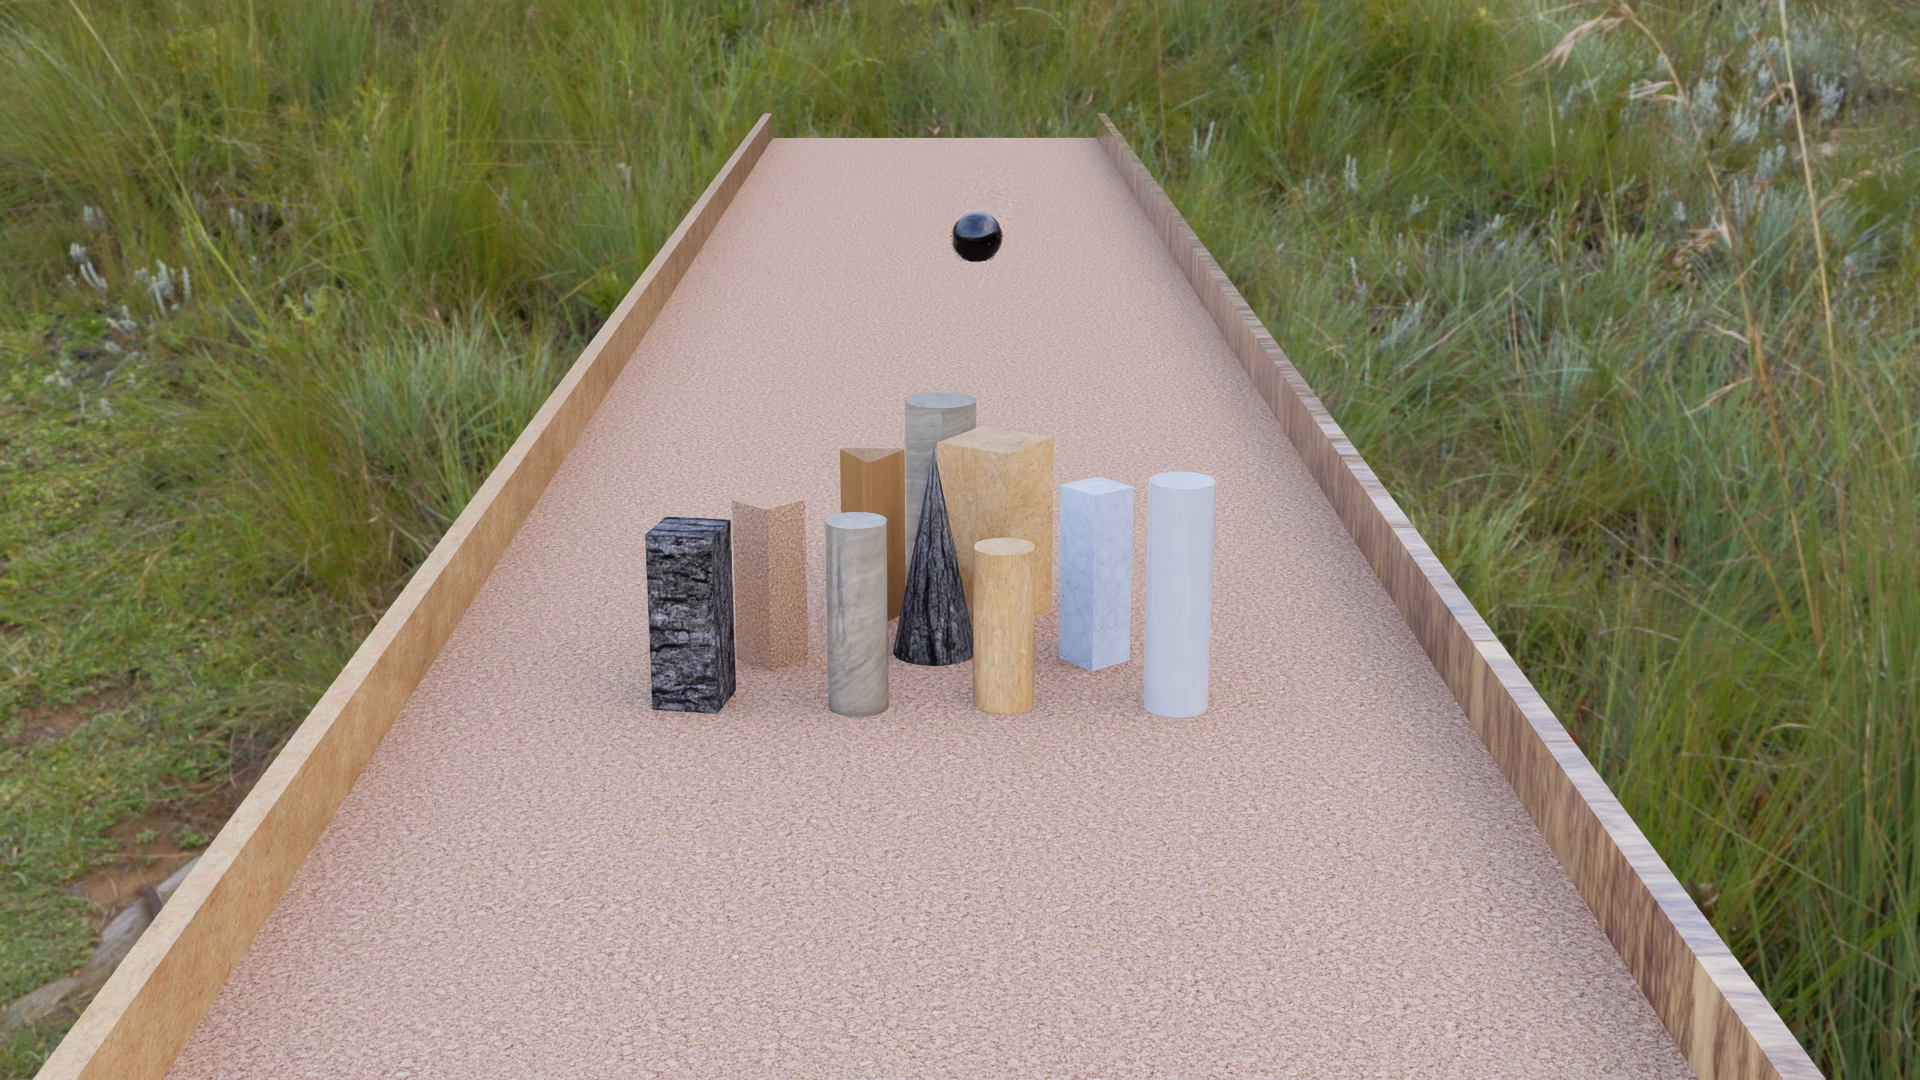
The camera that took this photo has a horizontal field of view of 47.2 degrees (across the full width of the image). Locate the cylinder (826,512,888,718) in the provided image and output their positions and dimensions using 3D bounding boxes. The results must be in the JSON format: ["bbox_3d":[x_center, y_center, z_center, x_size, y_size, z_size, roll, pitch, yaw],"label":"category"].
[{"bbox_3d":[-0.192,0.140,4.114,0.114,0.367,0.114,0,17,0],"label":"cylinder"}]

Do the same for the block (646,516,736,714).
[{"bbox_3d":[-0.507,0.141,4.150,0.127,0.344,0.127,3,17,10],"label":"block"}]

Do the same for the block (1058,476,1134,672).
[{"bbox_3d":[0.269,0.067,4.369,0.101,0.361,0.101,-13,21,-37],"label":"block"}]

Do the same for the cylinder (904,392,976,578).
[{"bbox_3d":[-0.042,-0.113,4.891,0.158,0.407,0.158,0,17,0],"label":"cylinder"}]

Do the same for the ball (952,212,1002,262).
[{"bbox_3d":[0.069,-1.249,9.057,0.210,0.210,0.210,0,17,0],"label":"ball"}]

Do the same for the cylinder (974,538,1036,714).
[{"bbox_3d":[0.083,0.161,4.141,0.115,0.310,0.115,0,17,0],"label":"cylinder"}]

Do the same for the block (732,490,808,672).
[{"bbox_3d":[-0.377,0.081,4.374,0.101,0.332,0.101,15,22,40],"label":"block"}]

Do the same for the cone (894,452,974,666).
[{"bbox_3d":[-0.052,0.022,4.403,0.169,0.427,0.169,0,17,0],"label":"cone"}]

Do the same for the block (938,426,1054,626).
[{"bbox_3d":[0.075,-0.026,4.641,0.176,0.383,0.176,11,20,32],"label":"block"}]

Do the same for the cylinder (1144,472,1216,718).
[{"bbox_3d":[0.408,0.102,4.105,0.122,0.443,0.122,0,17,0],"label":"cylinder"}]

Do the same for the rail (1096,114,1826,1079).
[{"bbox_3d":[0.932,-0.844,7.801,0.050,0.150,12.000,0,17,-1],"label":"rail"}]

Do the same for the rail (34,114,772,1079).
[{"bbox_3d":[-1.118,-0.838,7.780,0.050,0.150,12.000,0,17,-1],"label":"rail"}]

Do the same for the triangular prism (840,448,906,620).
[{"bbox_3d":[-0.201,-0.011,4.633,0.116,0.360,0.134,10,19,30],"label":"triangular prism"}]
